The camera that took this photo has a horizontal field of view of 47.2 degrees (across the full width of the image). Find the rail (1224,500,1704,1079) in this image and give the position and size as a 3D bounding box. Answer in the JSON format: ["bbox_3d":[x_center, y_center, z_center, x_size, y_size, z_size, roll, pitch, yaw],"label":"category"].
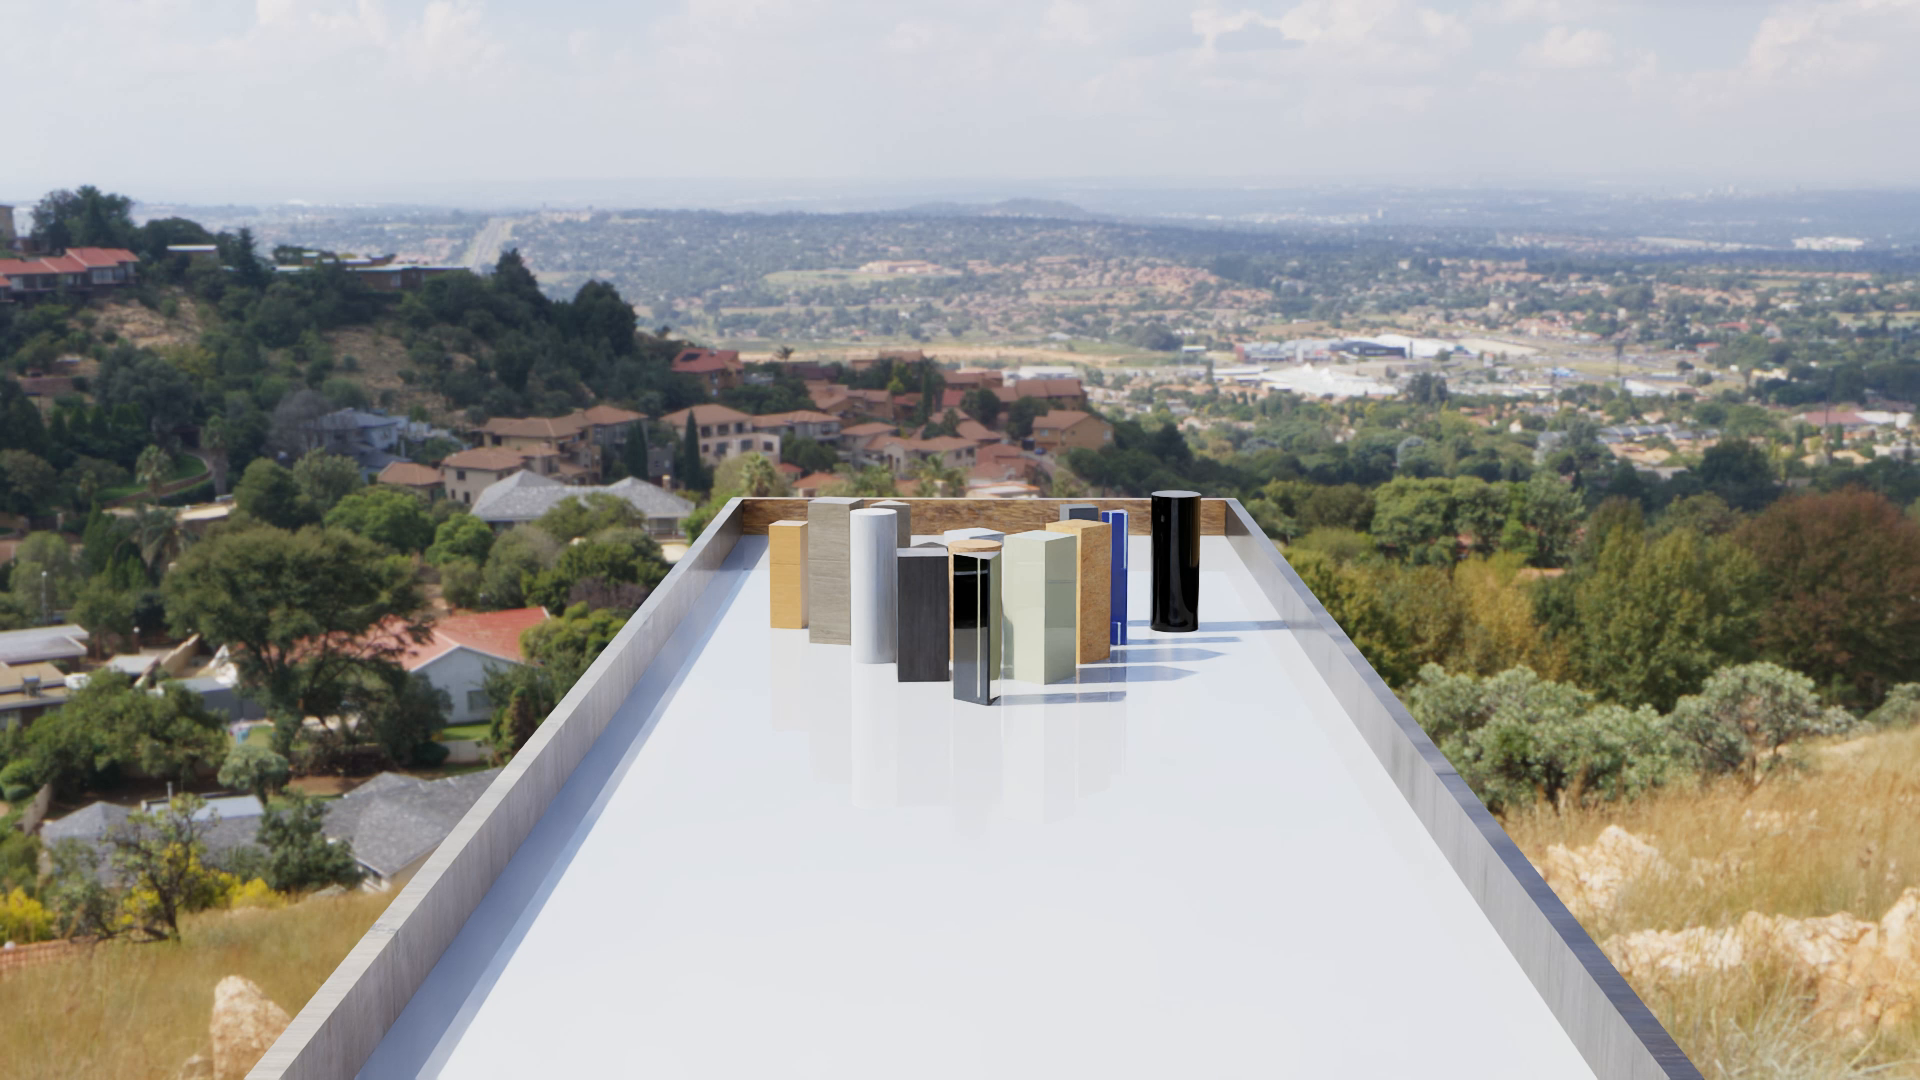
[{"bbox_3d":[1.046,0.843,3.208,0.050,0.150,12.000,0,9,1],"label":"rail"}]

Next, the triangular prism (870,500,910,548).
[{"bbox_3d":[-0.232,0.076,7.236,0.132,0.404,0.114,-1,9,-5],"label":"triangular prism"}]

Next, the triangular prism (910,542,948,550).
[{"bbox_3d":[-0.092,0.170,6.934,0.140,0.314,0.121,0,9,0],"label":"triangular prism"}]

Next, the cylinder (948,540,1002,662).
[{"bbox_3d":[0.046,0.187,6.684,0.161,0.358,0.161,0,9,0],"label":"cylinder"}]

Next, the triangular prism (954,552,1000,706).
[{"bbox_3d":[0.072,0.243,6.157,0.137,0.413,0.118,9,12,43],"label":"triangular prism"}]

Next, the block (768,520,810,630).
[{"bbox_3d":[-0.556,0.113,7.205,0.106,0.341,0.106,2,9,14],"label":"block"}]

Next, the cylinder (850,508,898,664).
[{"bbox_3d":[-0.262,0.139,6.680,0.142,0.455,0.142,0,9,0],"label":"cylinder"}]

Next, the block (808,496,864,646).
[{"bbox_3d":[-0.391,0.097,6.965,0.137,0.449,0.137,3,9,17],"label":"block"}]

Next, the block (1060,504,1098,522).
[{"bbox_3d":[0.389,0.084,7.213,0.100,0.396,0.100,-2,9,-15],"label":"block"}]

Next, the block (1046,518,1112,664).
[{"bbox_3d":[0.360,0.155,6.701,0.140,0.416,0.140,9,12,44],"label":"block"}]

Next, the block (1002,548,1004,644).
[{"bbox_3d":[0.211,0.178,6.921,0.149,0.301,0.149,-6,11,-33],"label":"block"}]

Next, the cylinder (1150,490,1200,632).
[{"bbox_3d":[0.700,0.069,7.159,0.161,0.443,0.161,0,9,0],"label":"cylinder"}]

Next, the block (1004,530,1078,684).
[{"bbox_3d":[0.235,0.195,6.435,0.151,0.421,0.151,8,12,40],"label":"block"}]

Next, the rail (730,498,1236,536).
[{"bbox_3d":[0.099,-0.098,9.147,2.100,0.150,0.050,0,9,1],"label":"rail"}]

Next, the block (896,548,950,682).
[{"bbox_3d":[-0.111,0.219,6.445,0.149,0.371,0.149,-1,9,-4],"label":"block"}]

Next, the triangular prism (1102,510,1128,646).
[{"bbox_3d":[0.499,0.116,6.936,0.087,0.420,0.075,4,10,24],"label":"triangular prism"}]

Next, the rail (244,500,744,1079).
[{"bbox_3d":[-1.004,0.839,3.234,0.050,0.150,12.000,0,9,1],"label":"rail"}]

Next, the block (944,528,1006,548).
[{"bbox_3d":[0.048,0.126,7.225,0.143,0.309,0.143,-6,11,-34],"label":"block"}]
